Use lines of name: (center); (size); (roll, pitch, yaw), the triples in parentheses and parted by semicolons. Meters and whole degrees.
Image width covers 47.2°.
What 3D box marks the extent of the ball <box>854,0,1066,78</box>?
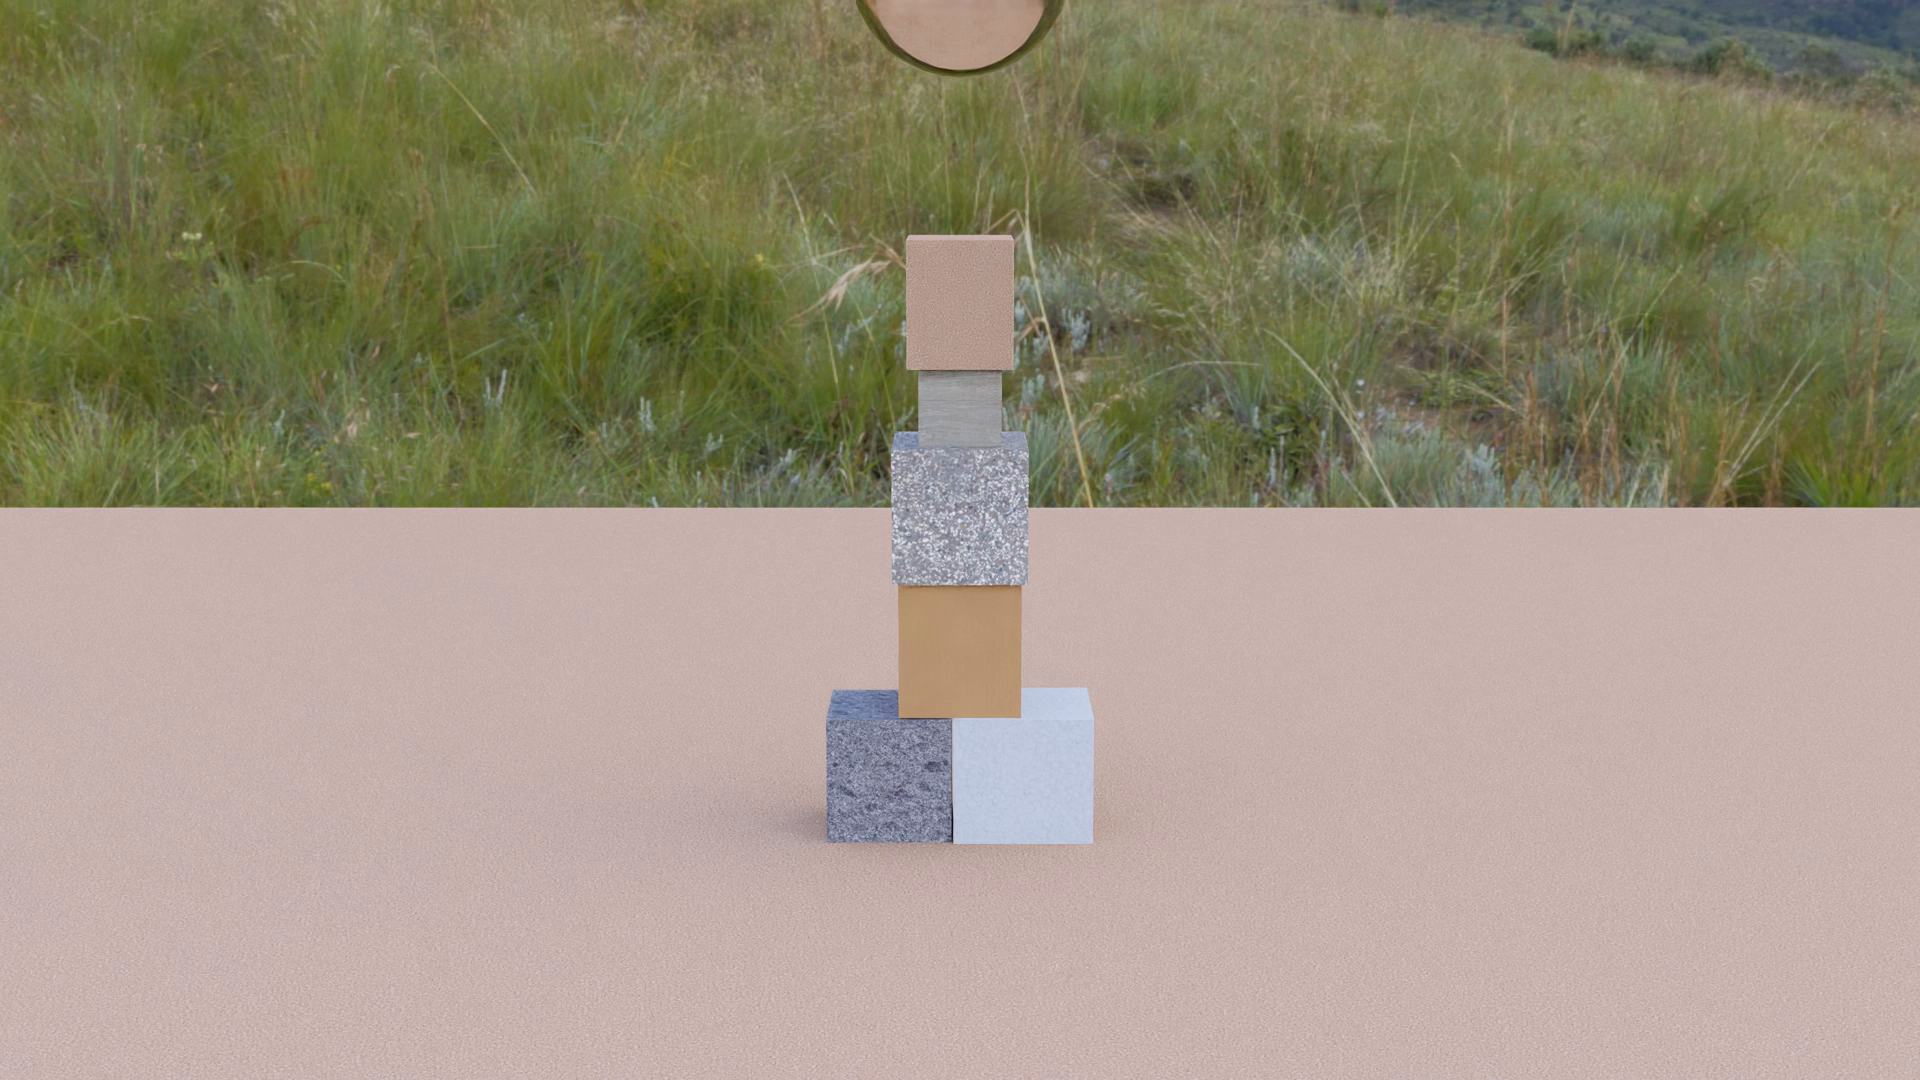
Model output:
ball: (0.000, -4.114, 15.672); (1.600, 1.600, 1.600); (0, 10, 0)

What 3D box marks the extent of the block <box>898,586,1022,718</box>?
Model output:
block: (0.000, 0.502, 11.270); (0.614, 0.688, 0.598); (0, 10, 0)

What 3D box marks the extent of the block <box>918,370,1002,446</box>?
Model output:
block: (0.000, -0.689, 11.037); (0.410, 0.388, 0.396); (0, 10, 0)

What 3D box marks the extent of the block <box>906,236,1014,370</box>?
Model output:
block: (0.000, -1.193, 10.977); (0.522, 0.627, 0.590); (0, 10, 0)

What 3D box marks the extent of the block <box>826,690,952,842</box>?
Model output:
block: (-0.357, 1.162, 11.383); (0.628, 0.640, 0.622); (0, 10, 0)

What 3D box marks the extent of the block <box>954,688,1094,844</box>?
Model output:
block: (0.319, 1.159, 11.385); (0.705, 0.646, 0.656); (0, 10, 0)

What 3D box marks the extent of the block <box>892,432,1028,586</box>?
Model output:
block: (0.000, -0.171, 11.160); (0.674, 0.676, 0.689); (0, 10, 0)
